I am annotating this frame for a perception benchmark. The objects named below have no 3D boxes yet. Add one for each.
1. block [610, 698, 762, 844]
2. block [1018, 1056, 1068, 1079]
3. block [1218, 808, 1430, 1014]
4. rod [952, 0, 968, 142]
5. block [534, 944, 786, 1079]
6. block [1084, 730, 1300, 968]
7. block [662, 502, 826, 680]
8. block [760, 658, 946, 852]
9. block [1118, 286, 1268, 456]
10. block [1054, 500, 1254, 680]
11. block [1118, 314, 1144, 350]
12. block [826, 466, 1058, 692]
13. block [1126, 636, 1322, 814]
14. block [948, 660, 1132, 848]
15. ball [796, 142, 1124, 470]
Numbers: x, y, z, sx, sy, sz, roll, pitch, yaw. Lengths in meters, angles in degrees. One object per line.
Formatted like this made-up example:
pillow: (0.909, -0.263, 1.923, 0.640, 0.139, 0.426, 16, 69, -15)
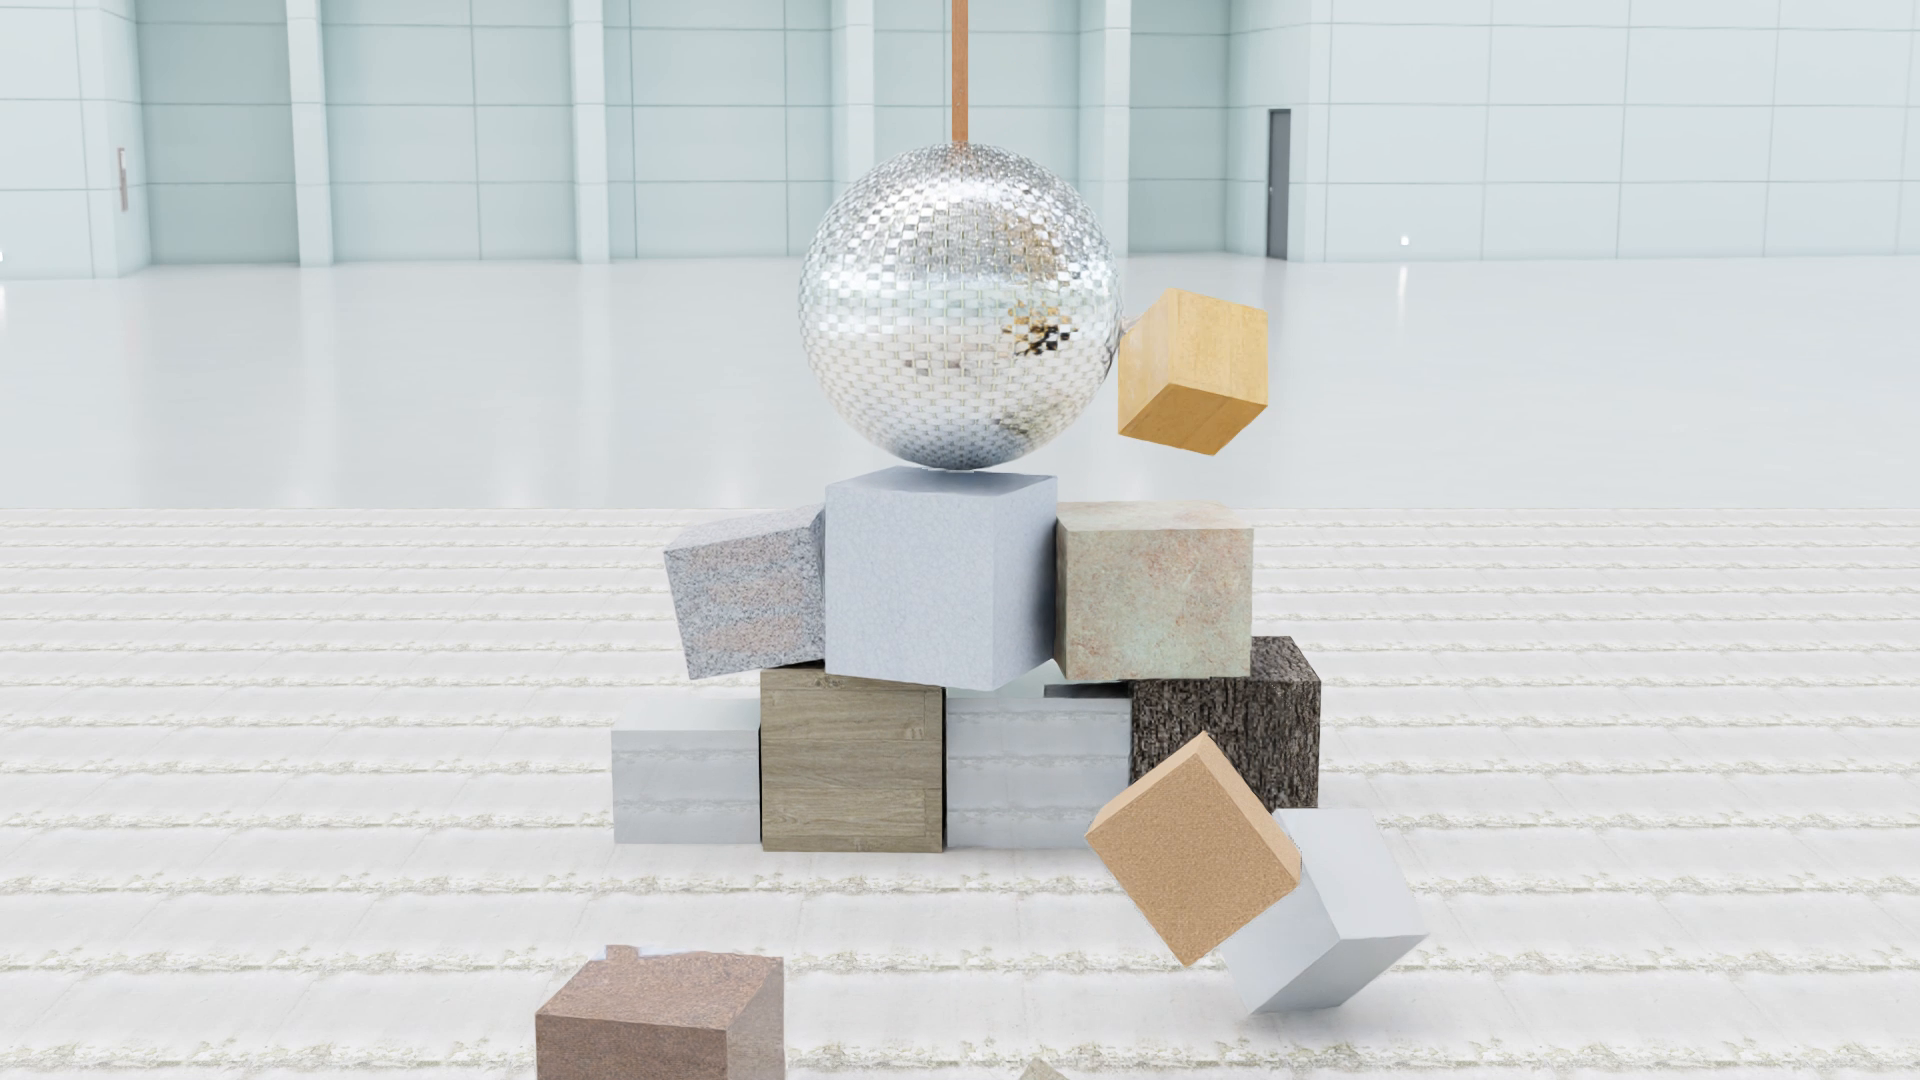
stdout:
block: (-1.380, 1.188, 11.378, 0.739, 0.592, 0.634, 0, 10, 0)
block: (0.244, 1.916, 6.428, 0.500, 0.564, 0.561, 35, -17, 9)
block: (1.403, 1.487, 8.845, 0.519, 0.588, 0.587, 5, 49, -38)
rod: (0.000, -4.504, 10.279, 0.080, 5.200, 0.080, 0, 9, 0)
block: (-1.035, 1.847, 7.721, 0.676, 0.603, 0.672, 2, 11, 11)
block: (0.863, 1.120, 8.060, 0.503, 0.585, 0.626, -38, -4, 9)
block: (-1.021, 0.252, 11.196, 0.738, 0.664, 0.710, -10, 10, 5)
block: (-0.528, 1.033, 11.312, 0.896, 0.919, 0.833, 0, 10, 1)
block: (1.025, -0.738, 9.721, 0.475, 0.476, 0.520, 12, -26, -18)
block: (0.940, 0.239, 11.179, 0.915, 0.745, 0.868, -1, 10, -5)
block: (1.123, -0.937, 11.612, 0.492, 0.414, 0.451, -9, 28, -6)
block: (-0.086, 0.167, 10.896, 0.887, 0.928, 0.819, 5, 11, 23)
block: (1.311, 1.041, 11.343, 0.917, 0.892, 1.004, 0, 10, 0)
block: (0.393, 1.095, 11.376, 0.916, 0.775, 0.792, 0, 10, 0)
ball: (0.000, -1.141, 10.782, 1.600, 1.600, 1.600, 0, 10, 0)
